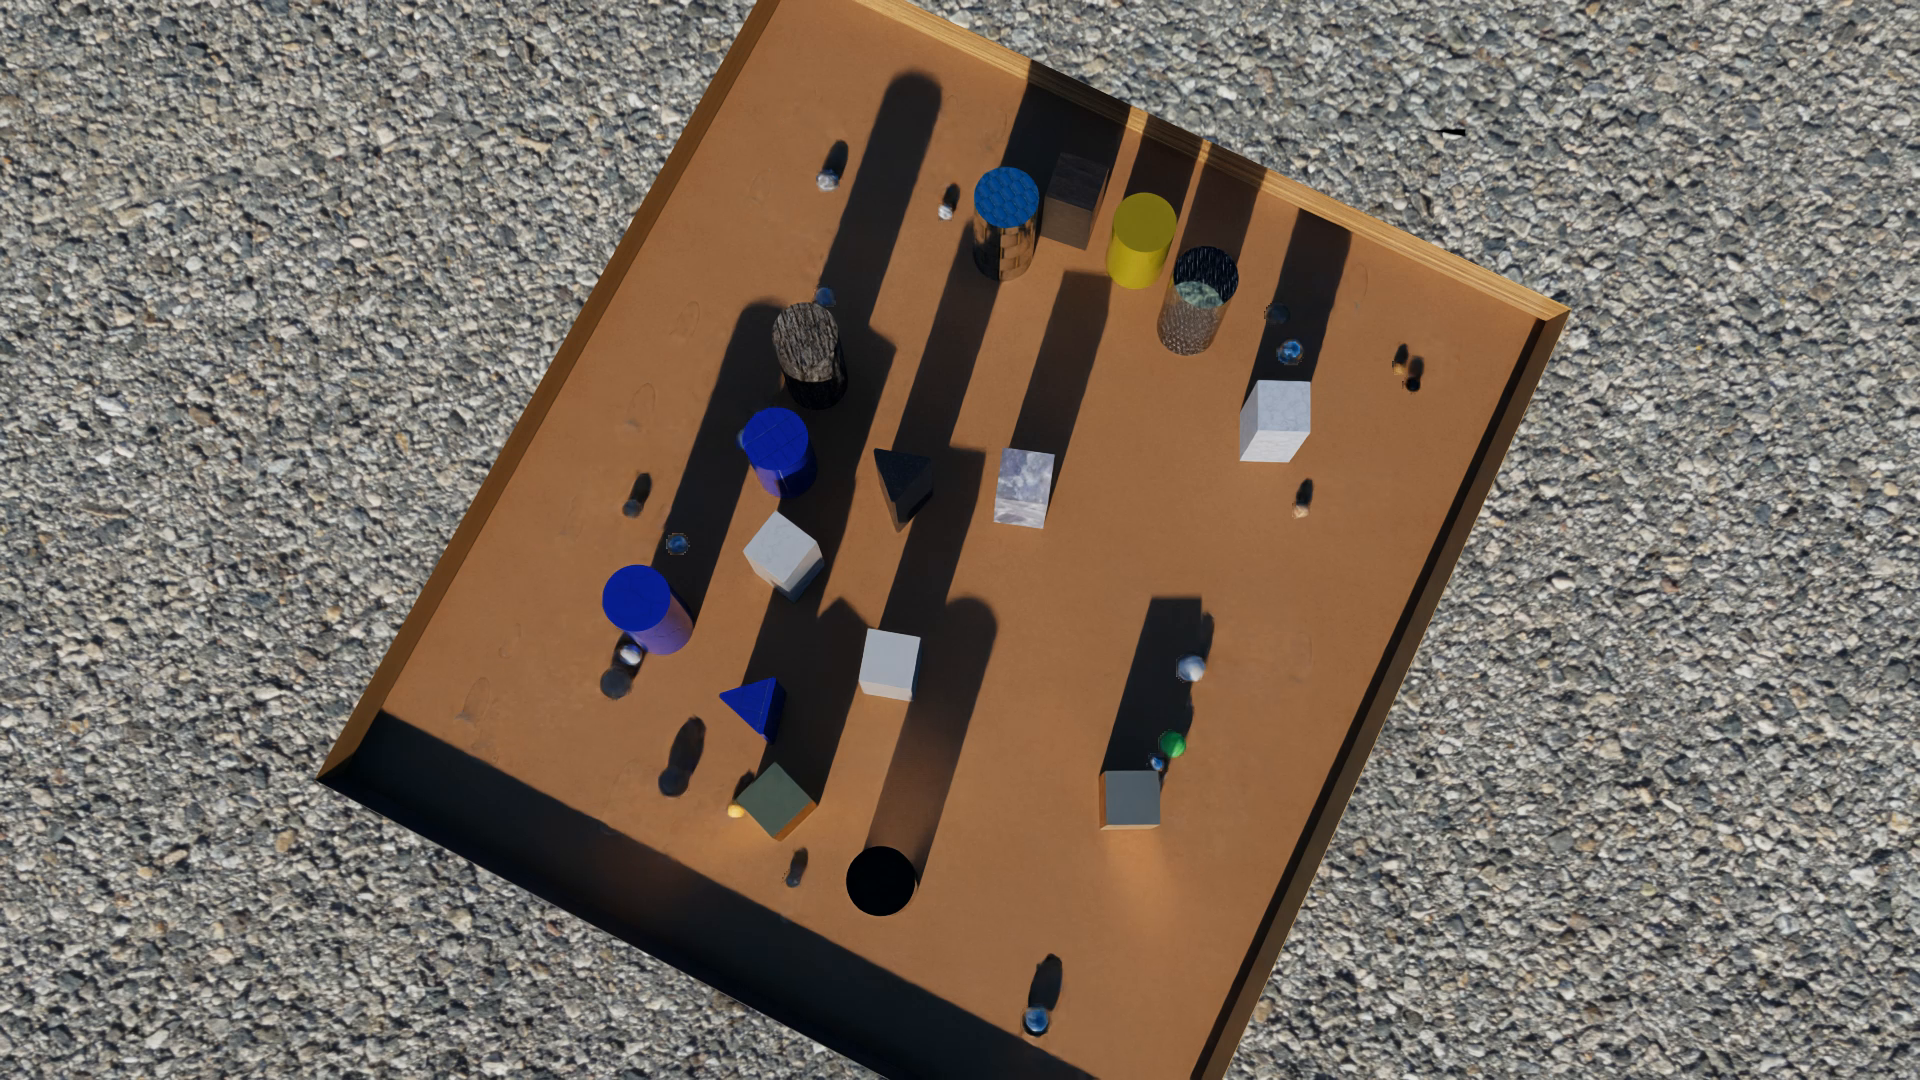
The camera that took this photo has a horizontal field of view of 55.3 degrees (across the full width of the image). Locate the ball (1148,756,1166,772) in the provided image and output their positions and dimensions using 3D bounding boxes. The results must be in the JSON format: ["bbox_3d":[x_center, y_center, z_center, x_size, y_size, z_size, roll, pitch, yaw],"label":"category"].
[{"bbox_3d":[0.585,0.666,5.453,0.051,0.051,0.051,0,78,0],"label":"ball"}]

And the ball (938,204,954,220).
[{"bbox_3d":[-0.046,-1.038,5.805,0.051,0.051,0.051,0,78,0],"label":"ball"}]

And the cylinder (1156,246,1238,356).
[{"bbox_3d":[0.712,-0.716,5.531,0.190,0.458,0.190,0,78,0],"label":"cylinder"}]

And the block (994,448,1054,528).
[{"bbox_3d":[0.189,-0.152,5.479,0.152,0.330,0.152,8,78,2],"label":"block"}]

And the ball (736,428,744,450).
[{"bbox_3d":[-0.645,-0.308,5.611,0.076,0.076,0.076,0,78,0],"label":"ball"}]

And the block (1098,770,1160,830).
[{"bbox_3d":[0.490,0.757,5.322,0.152,0.271,0.152,-1,78,0],"label":"block"}]

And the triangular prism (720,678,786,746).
[{"bbox_3d":[-0.573,0.475,5.351,0.165,0.328,0.143,42,81,8],"label":"triangular prism"}]

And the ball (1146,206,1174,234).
[{"bbox_3d":[0.628,-1.008,5.781,0.087,0.087,0.087,0,78,0],"label":"ball"}]

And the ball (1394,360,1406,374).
[{"bbox_3d":[1.371,-0.539,5.707,0.040,0.040,0.040,0,78,0],"label":"ball"}]

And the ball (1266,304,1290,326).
[{"bbox_3d":[0.995,-0.702,5.725,0.071,0.071,0.071,0,78,0],"label":"ball"}]

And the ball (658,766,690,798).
[{"bbox_3d":[-0.848,0.716,5.421,0.093,0.093,0.093,0,78,0],"label":"ball"}]

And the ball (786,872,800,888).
[{"bbox_3d":[-0.491,0.999,5.386,0.047,0.047,0.047,0,78,0],"label":"ball"}]

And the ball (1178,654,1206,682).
[{"bbox_3d":[0.694,0.385,5.494,0.085,0.085,0.085,0,78,0],"label":"ball"}]

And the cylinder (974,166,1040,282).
[{"bbox_3d":[0.136,-0.956,5.581,0.190,0.457,0.190,0,78,0],"label":"cylinder"}]

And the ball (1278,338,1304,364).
[{"bbox_3d":[1.030,-0.588,5.698,0.078,0.078,0.078,0,78,0],"label":"ball"}]

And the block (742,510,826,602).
[{"bbox_3d":[-0.518,0.053,5.430,0.152,0.344,0.152,37,81,7],"label":"block"}]

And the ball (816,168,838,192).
[{"bbox_3d":[-0.422,-1.141,5.816,0.071,0.071,0.071,0,78,0],"label":"ball"}]

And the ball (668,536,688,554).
[{"bbox_3d":[-0.859,0.014,5.585,0.057,0.057,0.057,0,78,0],"label":"ball"}]

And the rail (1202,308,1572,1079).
[{"bbox_3d":[1.198,0.593,5.430,0.045,0.124,2.977,26,80,5],"label":"rail"}]

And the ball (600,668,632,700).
[{"bbox_3d":[-1.030,0.429,5.479,0.095,0.095,0.095,0,78,0],"label":"ball"}]

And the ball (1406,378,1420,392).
[{"bbox_3d":[1.407,-0.482,5.692,0.047,0.047,0.047,0,78,0],"label":"ball"}]

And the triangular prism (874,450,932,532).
[{"bbox_3d":[-0.191,-0.172,5.436,0.143,0.423,0.165,40,81,8],"label":"triangular prism"}]

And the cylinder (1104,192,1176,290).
[{"bbox_3d":[0.553,-0.917,5.640,0.190,0.326,0.190,0,78,0],"label":"cylinder"}]

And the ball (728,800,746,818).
[{"bbox_3d":[-0.662,0.796,5.424,0.054,0.054,0.054,0,78,0],"label":"ball"}]

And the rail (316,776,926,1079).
[{"bbox_3d":[-0.655,1.290,5.285,2.725,0.124,0.045,26,80,5],"label":"rail"}]

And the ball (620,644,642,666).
[{"bbox_3d":[-0.987,0.344,5.506,0.067,0.067,0.067,0,78,0],"label":"ball"}]

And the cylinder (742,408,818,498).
[{"bbox_3d":[-0.535,-0.257,5.487,0.190,0.358,0.190,0,78,0],"label":"cylinder"}]

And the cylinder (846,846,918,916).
[{"bbox_3d":[-0.218,0.976,5.221,0.190,0.379,0.190,0,78,0],"label":"cylinder"}]

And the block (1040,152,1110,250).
[{"bbox_3d":[0.352,-1.045,5.665,0.152,0.328,0.152,19,79,4],"label":"block"}]

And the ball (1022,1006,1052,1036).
[{"bbox_3d":[0.221,1.387,5.284,0.089,0.089,0.089,0,78,0],"label":"ball"}]

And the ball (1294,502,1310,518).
[{"bbox_3d":[1.046,-0.093,5.610,0.049,0.049,0.049,0,78,0],"label":"ball"}]

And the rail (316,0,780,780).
[{"bbox_3d":[-1.198,-0.580,5.672,0.045,0.124,2.977,26,80,5],"label":"rail"}]

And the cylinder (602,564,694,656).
[{"bbox_3d":[-0.902,0.209,5.337,0.190,0.464,0.190,0,78,0],"label":"cylinder"}]

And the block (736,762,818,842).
[{"bbox_3d":[-0.528,0.763,5.326,0.152,0.260,0.152,-44,82,-8],"label":"block"}]

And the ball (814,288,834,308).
[{"bbox_3d":[-0.424,-0.760,5.742,0.062,0.062,0.062,0,78,0],"label":"ball"}]

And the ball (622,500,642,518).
[{"bbox_3d":[-1.003,-0.095,5.606,0.058,0.058,0.058,0,78,0],"label":"ball"}]

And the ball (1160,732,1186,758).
[{"bbox_3d":[0.634,0.608,5.452,0.075,0.075,0.075,0,78,0],"label":"ball"}]

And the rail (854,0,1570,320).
[{"bbox_3d":[0.655,-1.277,5.816,2.725,0.124,0.045,26,80,5],"label":"rail"}]

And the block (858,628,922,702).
[{"bbox_3d":[-0.201,0.370,5.381,0.152,0.311,0.152,10,78,2],"label":"block"}]

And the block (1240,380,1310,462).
[{"bbox_3d":[0.943,-0.353,5.506,0.152,0.360,0.152,2,78,0],"label":"block"}]

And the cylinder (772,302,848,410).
[{"bbox_3d":[-0.445,-0.544,5.490,0.190,0.469,0.190,0,78,0],"label":"cylinder"}]
